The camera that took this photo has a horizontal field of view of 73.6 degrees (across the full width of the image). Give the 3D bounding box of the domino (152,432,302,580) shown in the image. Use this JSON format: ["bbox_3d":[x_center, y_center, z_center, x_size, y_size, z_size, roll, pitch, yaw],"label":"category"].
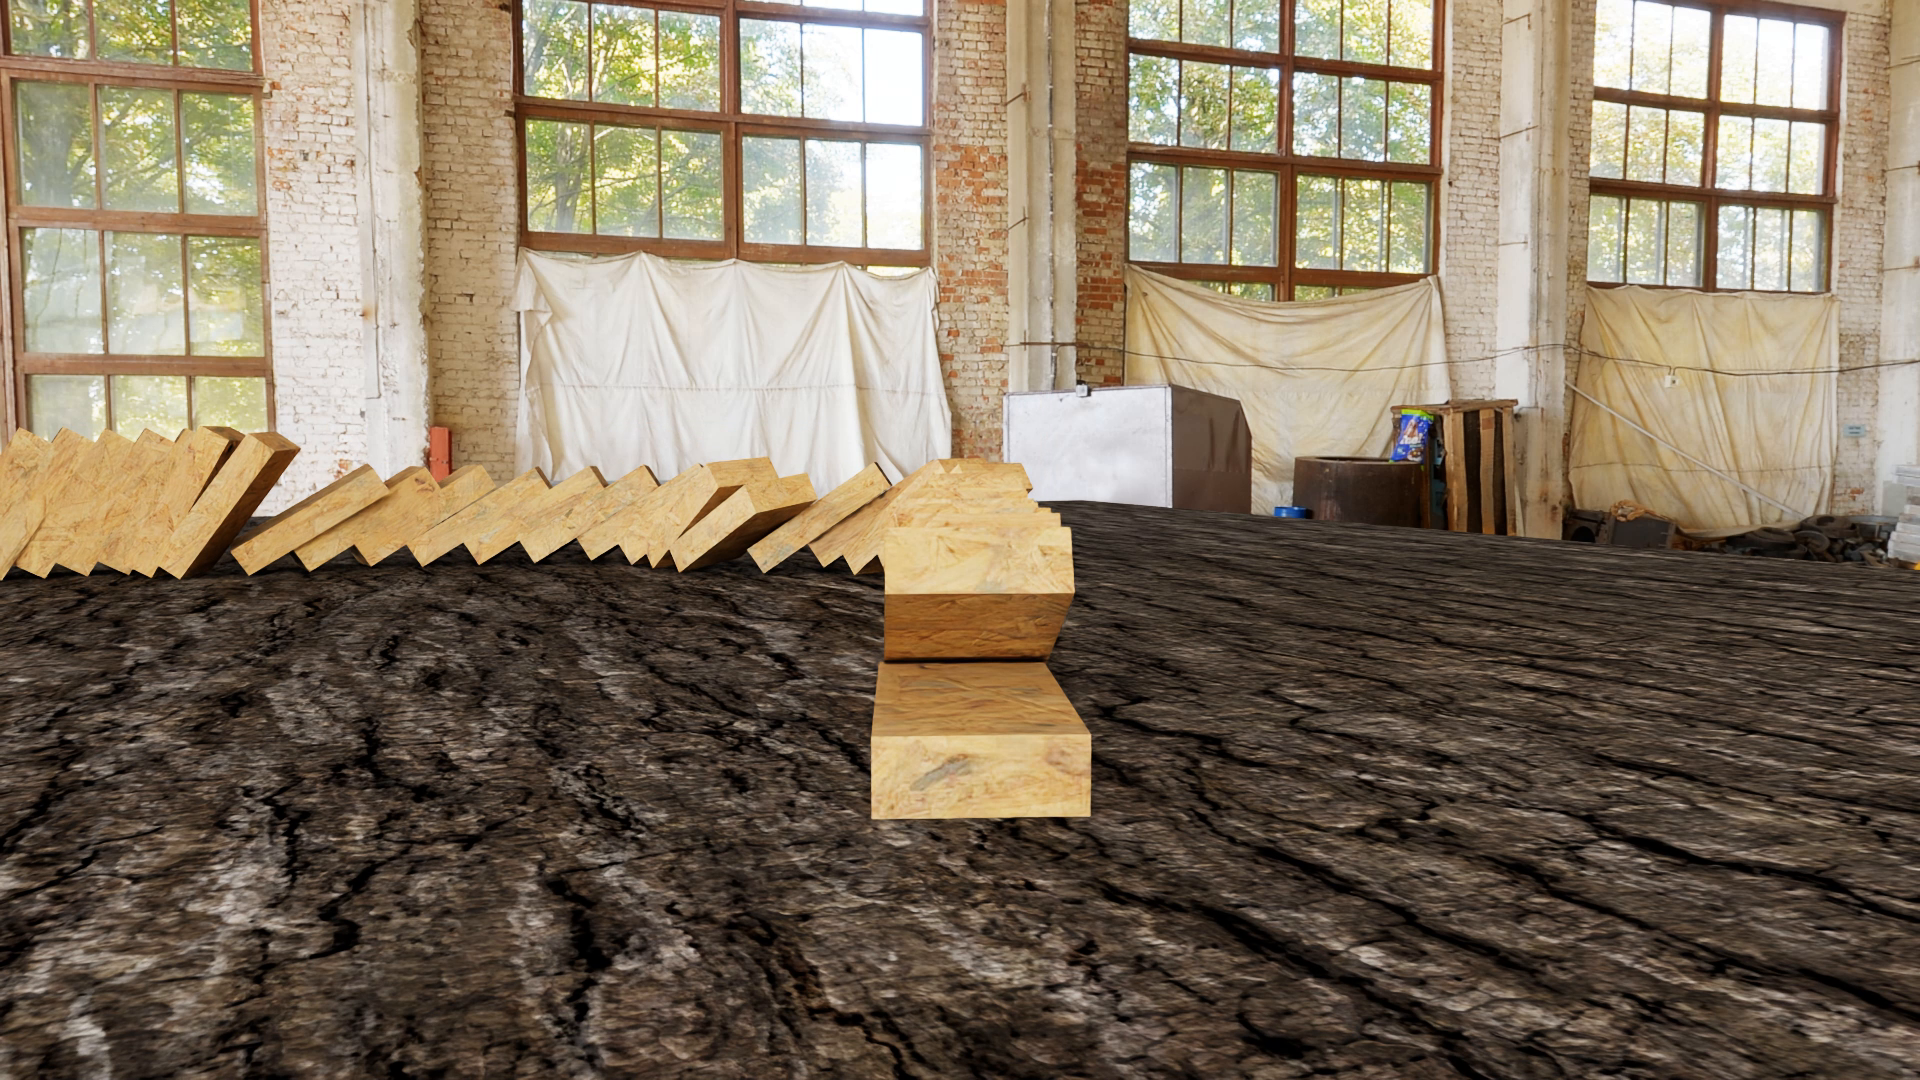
[{"bbox_3d":[-0.236,-0.012,0.415,0.010,0.050,0.025,36,-1,-11],"label":"domino"}]

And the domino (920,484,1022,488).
[{"bbox_3d":[0.001,0.001,0.335,0.025,0.010,0.050,0,-25,-5],"label":"domino"}]

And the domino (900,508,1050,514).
[{"bbox_3d":[0.002,0.009,0.234,0.025,0.010,0.050,0,-24,-2],"label":"domino"}]

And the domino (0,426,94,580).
[{"bbox_3d":[-0.297,-0.012,0.411,0.010,0.050,0.025,35,-17,-33],"label":"domino"}]

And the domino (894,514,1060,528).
[{"bbox_3d":[0.002,0.011,0.214,0.025,0.009,0.050,0,-24,-3],"label":"domino"}]

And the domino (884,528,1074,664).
[{"bbox_3d":[0.001,0.012,0.193,0.025,0.010,0.050,0,-23,-4],"label":"domino"}]

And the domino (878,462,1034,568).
[{"bbox_3d":[-0.002,-0.006,0.399,0.025,0.009,0.050,-4,-30,-39],"label":"domino"}]

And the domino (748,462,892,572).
[{"bbox_3d":[-0.046,-0.008,0.428,0.050,0.010,0.025,-35,3,1],"label":"domino"}]

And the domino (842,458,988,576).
[{"bbox_3d":[-0.013,-0.007,0.415,0.050,0.010,0.025,-42,-21,31],"label":"domino"}]

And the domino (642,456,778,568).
[{"bbox_3d":[-0.084,-0.009,0.433,0.025,0.010,0.050,-11,-24,-46],"label":"domino"}]

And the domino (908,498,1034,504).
[{"bbox_3d":[0.002,0.006,0.275,0.025,0.010,0.050,0,-23,-2],"label":"domino"}]

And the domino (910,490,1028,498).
[{"bbox_3d":[0.001,0.004,0.295,0.025,0.010,0.050,0,-24,-2],"label":"domino"}]

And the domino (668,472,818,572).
[{"bbox_3d":[-0.071,-0.005,0.416,0.025,0.009,0.050,-16,-11,-45],"label":"domino"}]

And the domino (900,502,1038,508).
[{"bbox_3d":[0.001,0.008,0.255,0.025,0.010,0.050,0,-23,-1],"label":"domino"}]

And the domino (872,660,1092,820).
[{"bbox_3d":[0.001,0.025,0.171,0.025,0.010,0.050,0,4,-3],"label":"domino"}]

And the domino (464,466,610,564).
[{"bbox_3d":[-0.151,-0.009,0.460,0.050,0.009,0.025,-33,8,-7],"label":"domino"}]

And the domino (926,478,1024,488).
[{"bbox_3d":[0.001,-0.001,0.355,0.025,0.010,0.050,-1,-26,-9],"label":"domino"}]

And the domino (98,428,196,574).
[{"bbox_3d":[-0.269,-0.014,0.430,0.010,0.050,0.025,34,-15,-31],"label":"domino"}]

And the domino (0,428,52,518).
[{"bbox_3d":[-0.306,-0.012,0.403,0.009,0.050,0.025,35,-17,-33],"label":"domino"}]

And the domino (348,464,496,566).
[{"bbox_3d":[-0.193,-0.009,0.458,0.050,0.010,0.025,-39,22,-26],"label":"domino"}]

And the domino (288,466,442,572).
[{"bbox_3d":[-0.208,-0.008,0.446,0.050,0.010,0.025,-39,24,-26],"label":"domino"}]

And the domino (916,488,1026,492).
[{"bbox_3d":[0.002,0.003,0.315,0.025,0.010,0.050,0,-24,-3],"label":"domino"}]

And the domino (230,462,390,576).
[{"bbox_3d":[-0.219,-0.008,0.432,0.050,0.010,0.025,-36,23,-20],"label":"domino"}]

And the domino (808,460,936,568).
[{"bbox_3d":[-0.027,-0.009,0.435,0.050,0.010,0.025,-34,1,-1],"label":"domino"}]

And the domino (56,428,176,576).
[{"bbox_3d":[-0.280,-0.013,0.426,0.010,0.050,0.025,34,-15,-31],"label":"domino"}]

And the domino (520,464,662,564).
[{"bbox_3d":[-0.132,-0.010,0.463,0.050,0.010,0.025,-33,7,-7],"label":"domino"}]

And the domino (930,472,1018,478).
[{"bbox_3d":[-0.001,-0.003,0.375,0.025,0.010,0.050,-1,-27,-14],"label":"domino"}]

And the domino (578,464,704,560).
[{"bbox_3d":[-0.113,-0.010,0.467,0.050,0.010,0.025,-33,5,-6],"label":"domino"}]

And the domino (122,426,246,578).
[{"bbox_3d":[-0.251,-0.013,0.420,0.010,0.050,0.025,29,-1,-11],"label":"domino"}]

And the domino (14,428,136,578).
[{"bbox_3d":[-0.289,-0.013,0.419,0.010,0.050,0.025,34,-15,-31],"label":"domino"}]

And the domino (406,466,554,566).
[{"bbox_3d":[-0.171,-0.009,0.459,0.050,0.010,0.025,-33,11,-10],"label":"domino"}]

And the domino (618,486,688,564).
[{"bbox_3d":[-0.095,-0.010,0.455,0.050,0.010,0.025,-36,-8,18],"label":"domino"}]
